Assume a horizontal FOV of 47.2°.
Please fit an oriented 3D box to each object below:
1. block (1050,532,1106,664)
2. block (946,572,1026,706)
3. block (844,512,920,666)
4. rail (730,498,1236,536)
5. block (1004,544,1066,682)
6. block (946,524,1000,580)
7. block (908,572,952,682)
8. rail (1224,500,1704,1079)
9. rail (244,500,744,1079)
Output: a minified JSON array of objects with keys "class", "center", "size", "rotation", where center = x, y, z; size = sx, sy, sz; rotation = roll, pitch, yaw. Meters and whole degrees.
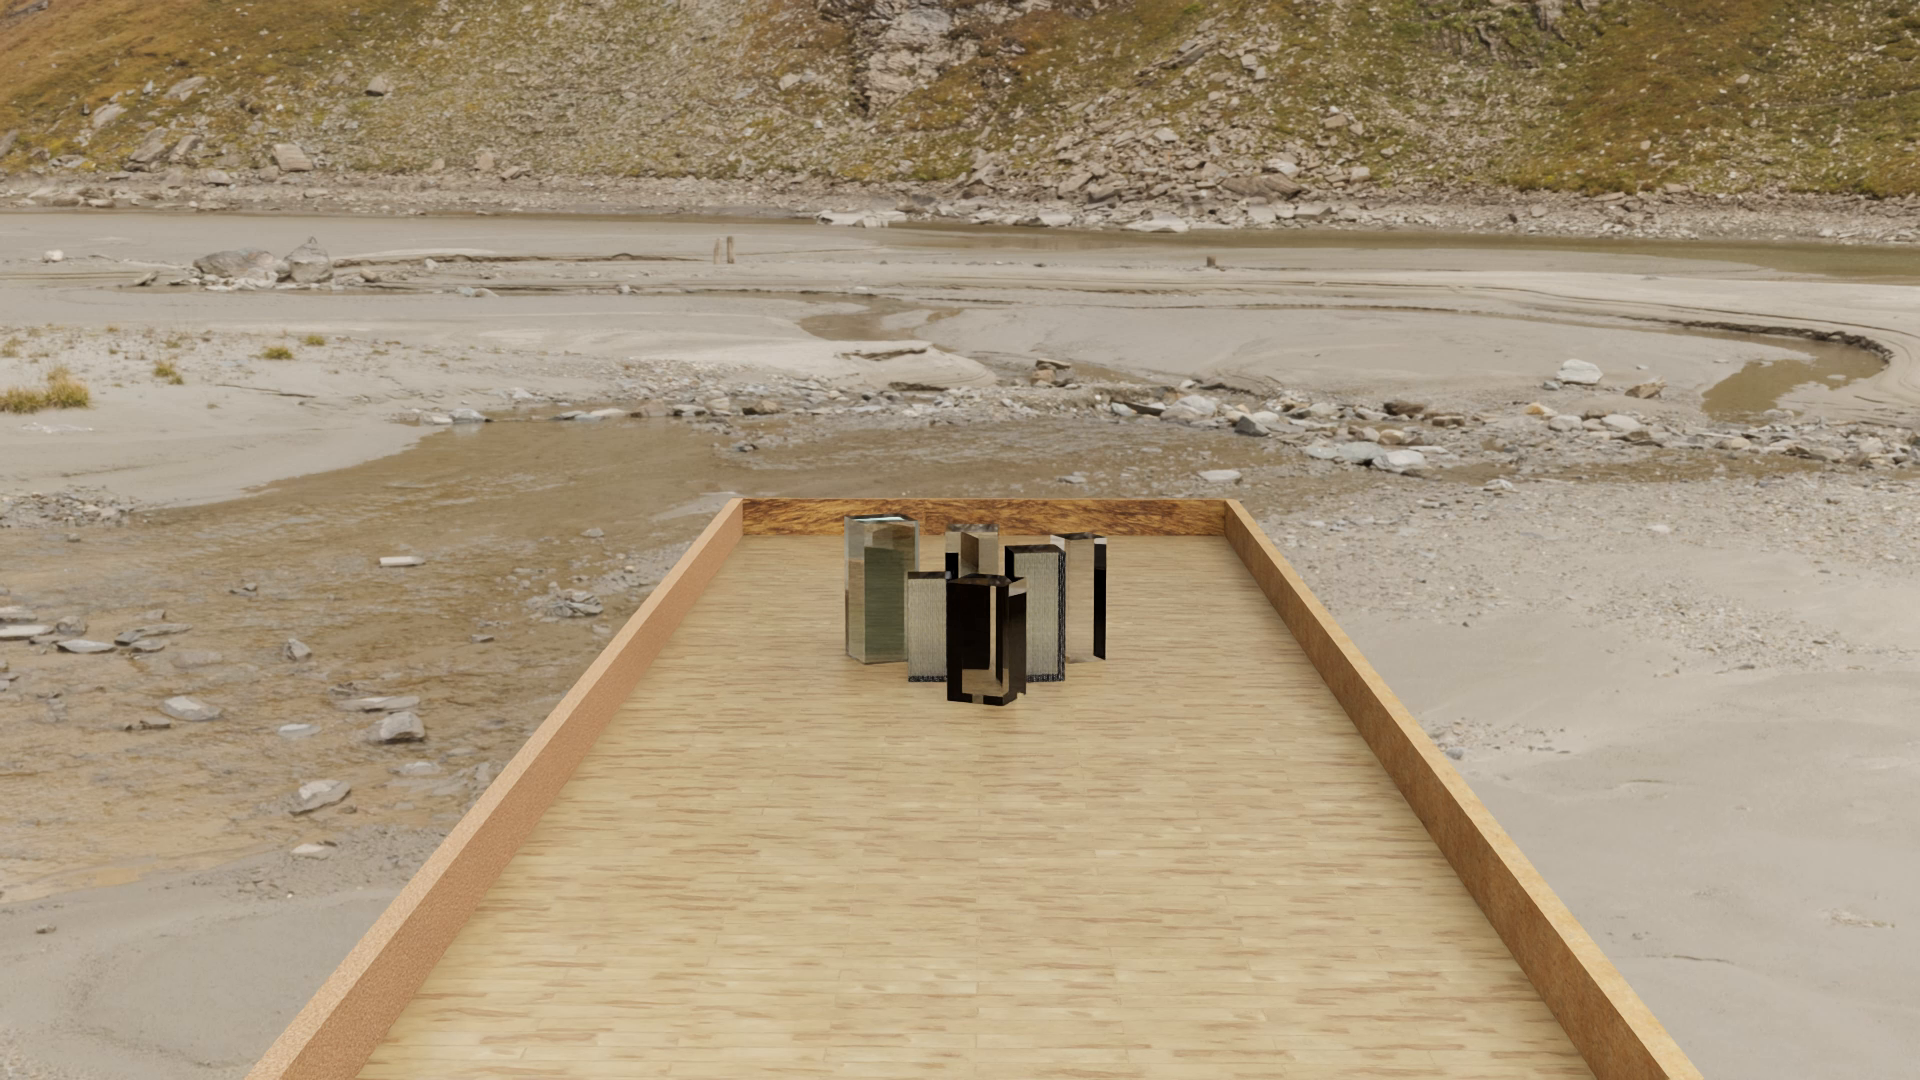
[{"class":"block","center":[0.359,0.175,6.698],"size":[0.125,0.378,0.125],"rotation":[-4,10,-26]},{"class":"block","center":[0.076,0.277,6.183],"size":[0.170,0.337,0.170],"rotation":[4,10,24]},{"class":"block","center":[-0.238,0.147,6.708],"size":[0.176,0.430,0.176],"rotation":[-4,10,-22]},{"class":"rail","center":[0.099,-0.098,9.147],"size":[2.100,0.150,0.050],"rotation":[0,9,1]},{"class":"block","center":[0.219,0.214,6.442],"size":[0.151,0.381,0.151],"rotation":[-2,9,-10]},{"class":"block","center":[0.037,0.164,6.675],"size":[0.158,0.407,0.158],"rotation":[0,9,2]},{"class":"block","center":[-0.089,0.253,6.439],"size":[0.127,0.305,0.127],"rotation":[0,9,-2]},{"class":"rail","center":[1.046,0.843,3.208],"size":[0.050,0.150,12.000],"rotation":[0,9,1]},{"class":"rail","center":[-1.004,0.839,3.234],"size":[0.050,0.150,12.000],"rotation":[0,9,1]}]
